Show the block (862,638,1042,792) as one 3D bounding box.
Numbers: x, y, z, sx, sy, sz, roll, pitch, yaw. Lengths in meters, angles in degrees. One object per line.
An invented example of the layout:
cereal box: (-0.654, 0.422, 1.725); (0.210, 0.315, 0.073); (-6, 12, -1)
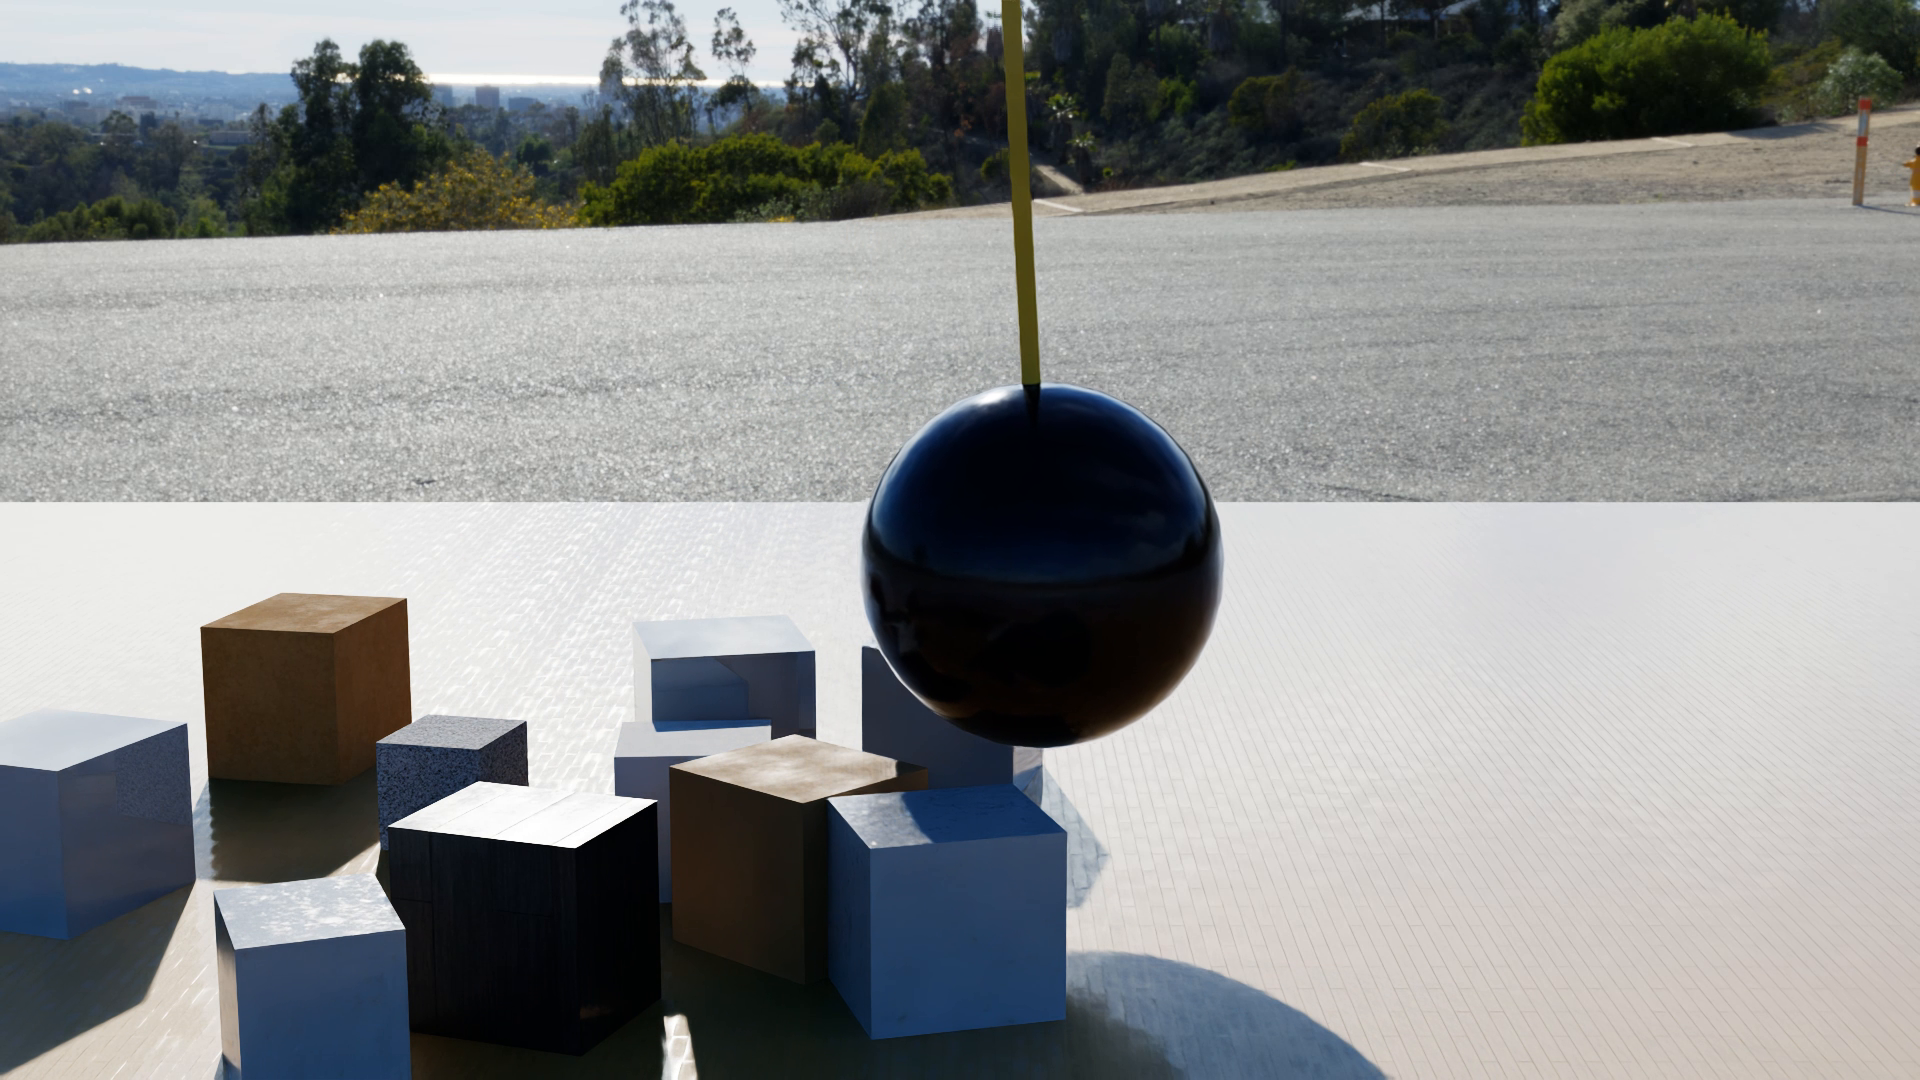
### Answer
block: (-0.028, 0.836, 12.863); (0.758, 0.754, 0.776); (2, 11, 12)

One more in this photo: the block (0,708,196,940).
block: (-3.872, 1.195, 10.986); (0.765, 0.717, 0.840); (4, 11, 20)

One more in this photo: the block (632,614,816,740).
block: (-1.132, 0.885, 12.261); (0.763, 0.873, 0.821); (-2, 11, -13)

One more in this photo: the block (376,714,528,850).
block: (-2.347, 1.134, 11.912); (0.505, 0.507, 0.542); (3, 11, 14)

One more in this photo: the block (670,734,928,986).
block: (-0.654, 1.282, 10.458); (0.785, 0.736, 0.699); (9, 14, 42)

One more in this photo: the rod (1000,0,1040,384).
rod: (0.154, -3.231, 10.593); (0.080, 5.200, 0.080); (-3, 10, 1)

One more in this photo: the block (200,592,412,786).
block: (-3.356, 0.753, 13.242); (0.716, 0.780, 0.885); (2, 11, 12)

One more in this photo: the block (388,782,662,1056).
block: (-1.624, 1.406, 9.641); (0.774, 0.785, 0.643); (4, 11, 20)

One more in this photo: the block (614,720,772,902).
block: (-1.158, 1.182, 11.253); (0.663, 0.649, 0.601); (-1, 10, -4)

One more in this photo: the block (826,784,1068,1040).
block: (-0.060, 1.402, 9.810); (0.754, 0.731, 0.694); (-3, 11, -16)

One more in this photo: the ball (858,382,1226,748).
ball: (0.354, 0.108, 11.200); (1.600, 1.600, 1.600); (0, 10, 0)

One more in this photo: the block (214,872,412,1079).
block: (-2.292, 1.598, 9.060); (0.567, 0.614, 0.680); (-4, 11, -21)
